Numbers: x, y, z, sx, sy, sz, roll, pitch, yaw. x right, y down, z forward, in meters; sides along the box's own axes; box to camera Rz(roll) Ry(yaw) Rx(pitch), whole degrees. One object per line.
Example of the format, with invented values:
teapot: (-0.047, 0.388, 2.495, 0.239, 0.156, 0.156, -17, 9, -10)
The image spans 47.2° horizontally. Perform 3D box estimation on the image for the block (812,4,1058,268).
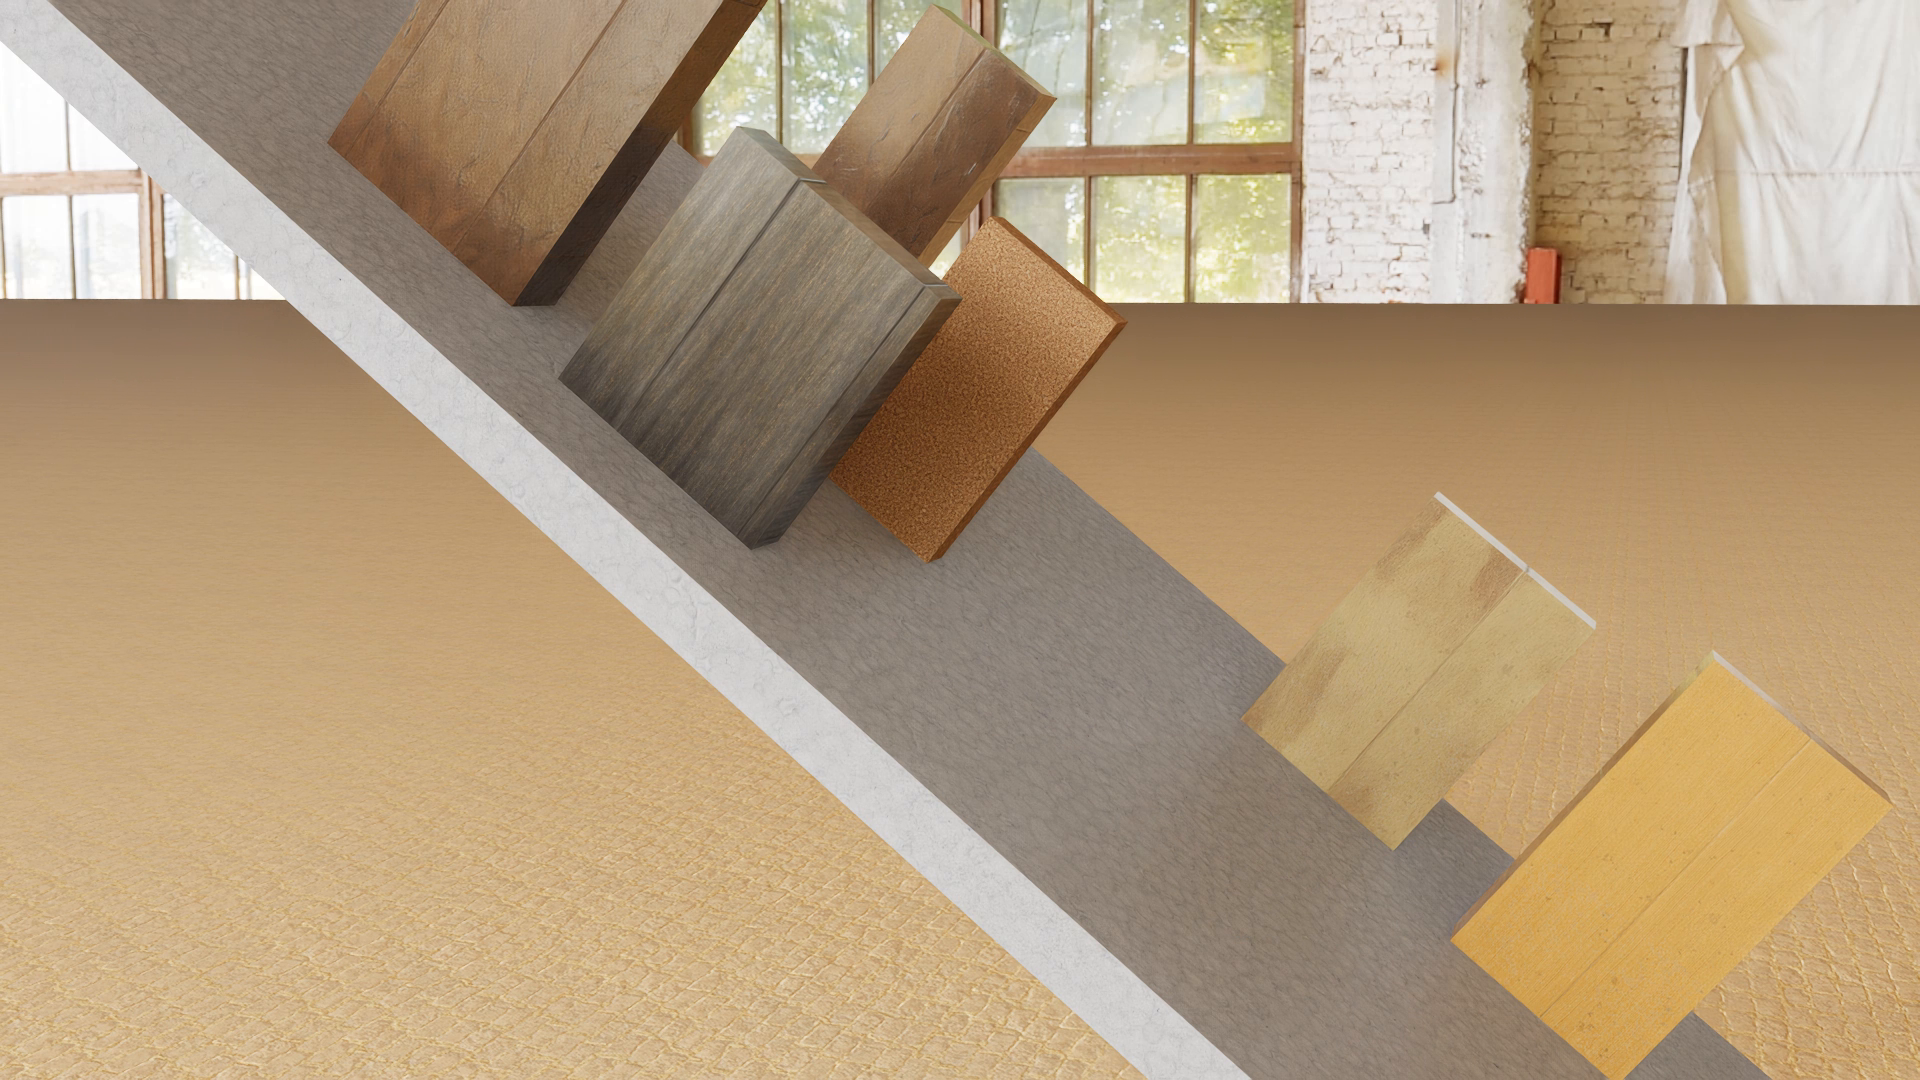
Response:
block: (-0.119, -0.816, 4.865, 0.315, 0.651, 0.135, 41, 16, 9)

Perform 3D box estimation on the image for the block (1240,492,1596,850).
block: (0.881, 0.253, 4.248, 0.386, 0.575, 0.103, 41, 16, 9)

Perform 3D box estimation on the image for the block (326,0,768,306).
block: (-0.641, -0.793, 3.538, 0.423, 0.722, 0.148, 41, 16, 9)

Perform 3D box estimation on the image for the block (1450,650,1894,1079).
block: (1.263, 0.588, 3.942, 0.385, 0.697, 0.105, 41, 16, 9)

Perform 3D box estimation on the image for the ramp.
ramp: (-0.014, 0.065, 4.047, 4.000, 0.100, 2.000, 41, 16, 9)

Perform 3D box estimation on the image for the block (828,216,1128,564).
block: (0.008, -0.259, 3.824, 0.287, 0.538, 0.086, 41, 16, 9)

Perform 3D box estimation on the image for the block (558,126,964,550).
block: (-0.309, -0.307, 3.358, 0.409, 0.487, 0.110, 41, 16, 9)
